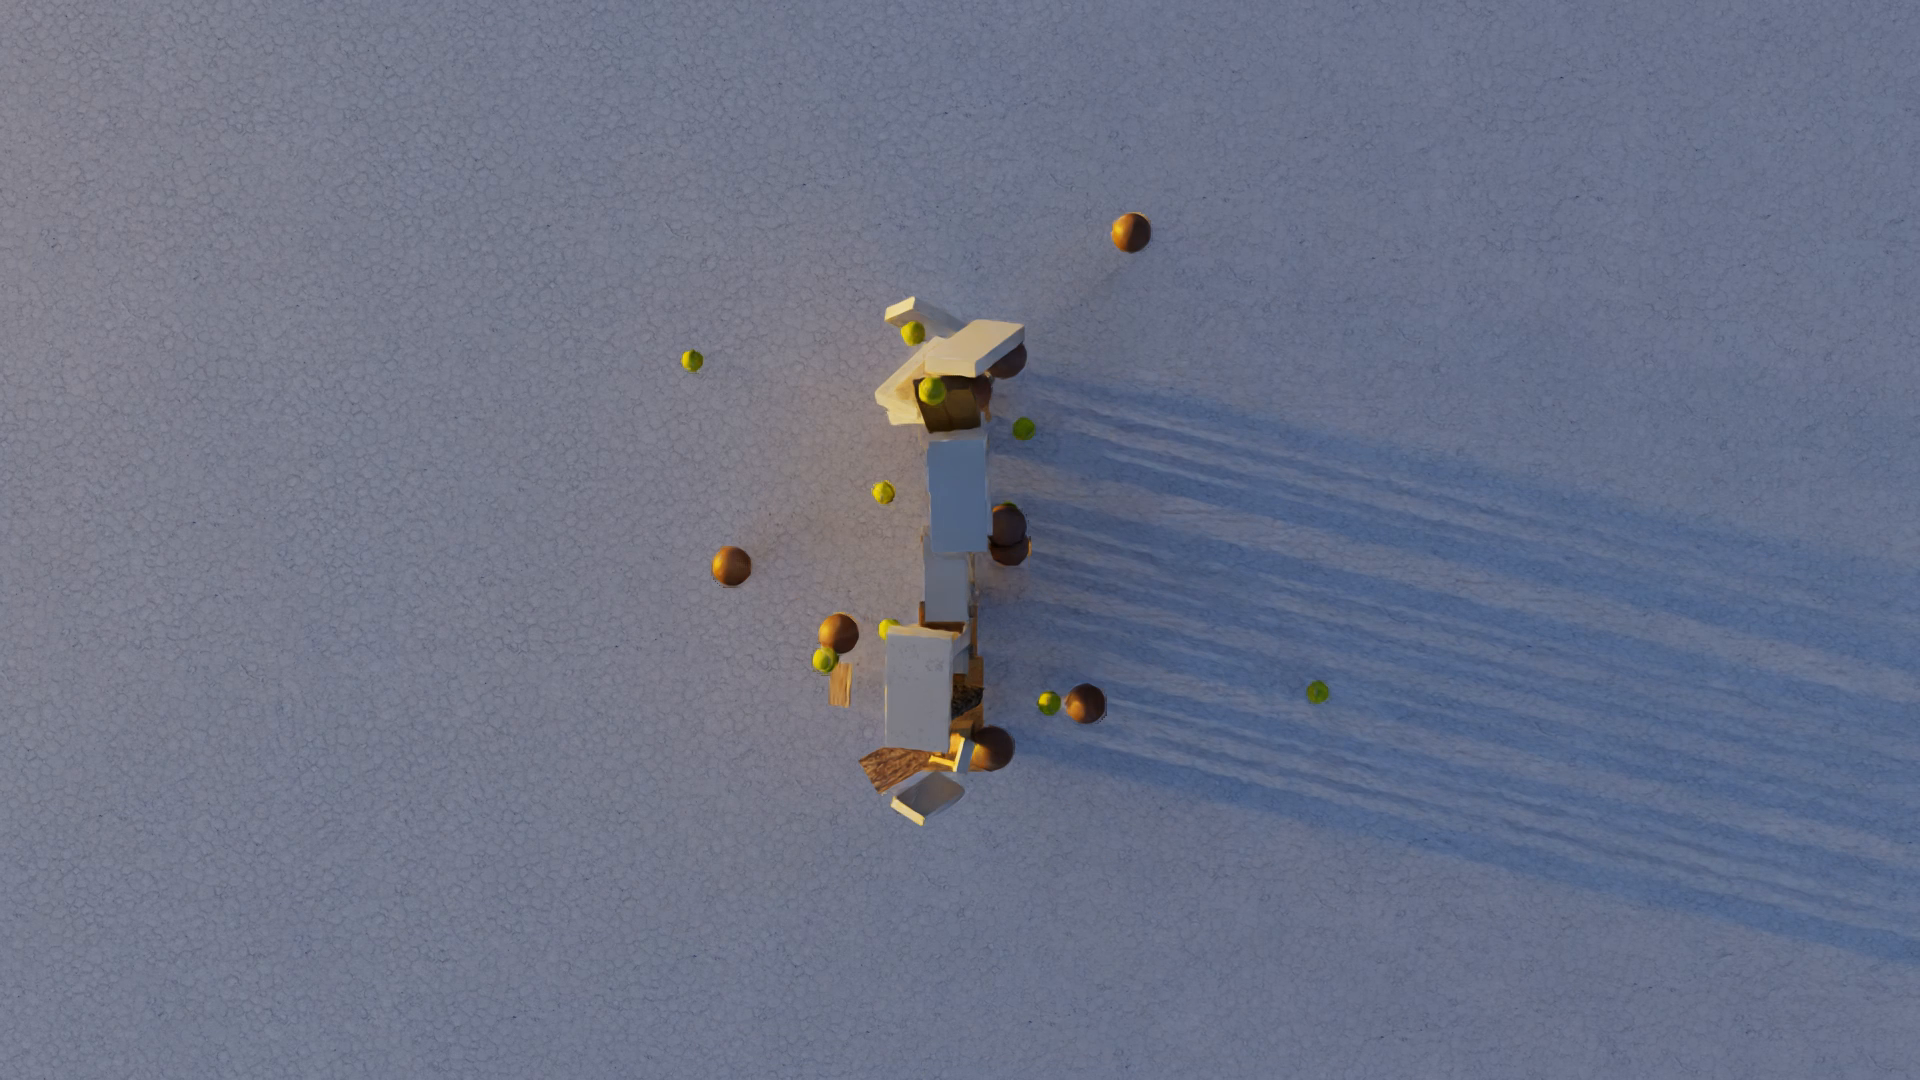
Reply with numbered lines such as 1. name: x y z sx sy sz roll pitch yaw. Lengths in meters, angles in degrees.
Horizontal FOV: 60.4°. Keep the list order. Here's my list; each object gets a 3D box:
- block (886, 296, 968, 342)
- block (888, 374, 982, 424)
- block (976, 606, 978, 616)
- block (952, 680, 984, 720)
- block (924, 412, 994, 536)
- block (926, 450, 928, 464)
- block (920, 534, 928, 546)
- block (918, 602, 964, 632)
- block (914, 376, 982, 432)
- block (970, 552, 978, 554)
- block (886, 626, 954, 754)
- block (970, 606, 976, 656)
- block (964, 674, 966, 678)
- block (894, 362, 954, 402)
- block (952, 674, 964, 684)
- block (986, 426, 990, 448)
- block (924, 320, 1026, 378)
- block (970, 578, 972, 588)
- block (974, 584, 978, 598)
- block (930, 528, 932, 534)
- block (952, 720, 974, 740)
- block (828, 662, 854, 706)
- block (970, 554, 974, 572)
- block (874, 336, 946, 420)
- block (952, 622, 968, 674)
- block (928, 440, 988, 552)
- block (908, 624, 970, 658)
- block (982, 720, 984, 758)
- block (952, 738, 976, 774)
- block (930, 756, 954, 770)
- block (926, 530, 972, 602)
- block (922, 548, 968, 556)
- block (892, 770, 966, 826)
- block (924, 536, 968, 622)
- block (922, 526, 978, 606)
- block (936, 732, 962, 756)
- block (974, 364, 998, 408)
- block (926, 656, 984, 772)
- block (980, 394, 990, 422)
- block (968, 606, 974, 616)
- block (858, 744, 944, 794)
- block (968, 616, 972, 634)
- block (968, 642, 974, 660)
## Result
1. block: -0.071 -0.681 5.308 0.309 0.154 0.044 24 69 -31
2. block: -0.076 -0.445 5.048 0.154 0.309 0.044 0 121 33
3. block: 0.000 0.229 5.389 0.111 0.221 0.031 -1 90 0
4. block: -0.063 0.439 4.581 0.166 0.434 0.047 12 94 12
5. block: -0.004 -0.182 4.609 0.172 0.049 0.344 -4 94 2
6. block: -0.012 -0.218 4.435 0.144 0.288 0.041 -3 91 1
7. block: -0.057 -0.011 4.912 0.108 0.217 0.031 -15 89 1
8. block: -0.053 0.210 4.490 0.114 0.228 0.032 8 96 -4
9. block: -0.030 -0.364 4.421 0.147 0.294 0.042 -6 73 5
10. block: -0.025 0.014 5.219 0.132 0.307 0.037 -4 83 6
11. block: -0.106 0.389 4.290 0.167 0.047 0.333 5 113 8
12. block: -0.002 0.304 5.262 0.111 0.031 0.221 0 90 1
13. block: -0.016 0.372 4.800 0.063 0.126 0.018 -1 63 3
14. block: -0.039 -0.497 4.686 0.042 0.395 0.147 50 63 -13
15. block: -0.018 0.399 4.801 0.063 0.126 0.018 8 63 2
16. block: -0.005 -0.296 4.798 0.172 0.344 0.049 -5 89 2
17. block: 0.043 -0.511 4.380 0.147 0.294 0.042 11 121 26
18. block: -0.018 0.145 4.896 0.108 0.217 0.031 -8 93 1
19. block: -0.012 0.167 5.176 0.132 0.264 0.037 -9 90 2
20. block: -0.001 -0.033 4.450 0.144 0.288 0.041 0 89 1
21. block: -0.019 0.547 4.749 0.110 0.220 0.031 -1 90 4
22. block: -0.354 0.429 4.887 0.063 0.018 0.126 3 86 14
23. block: 0.005 0.098 5.425 0.083 0.167 0.024 0 125 0
24. block: -0.099 -0.489 4.944 0.154 0.044 0.309 23 52 28
25. block: -0.030 0.267 4.628 0.107 0.030 0.214 0 94 3
26. block: -0.005 -0.115 4.277 0.144 0.041 0.288 -2 94 1
27. block: -0.082 0.276 4.446 0.167 0.333 0.047 2 96 10
28. block: -0.008 0.623 5.204 0.168 0.589 0.048 0 90 1
29. block: 0.011 0.595 4.532 0.046 0.013 0.093 25 77 -44
30. block: -0.037 0.621 4.572 0.046 0.093 0.013 35 70 -41
31. block: -0.030 0.077 4.777 0.108 0.031 0.217 -7 84 1
32. block: -0.039 0.033 4.579 0.114 0.371 0.032 -6 89 1
33. block: -0.089 0.742 4.756 0.110 0.220 0.031 29 118 24
34. block: -0.038 0.103 4.367 0.114 0.032 0.228 -1 83 1
35. block: -0.031 0.080 5.032 0.132 0.037 0.264 -9 85 2
36. block: -0.032 0.566 4.575 0.093 0.013 0.046 -15 93 30
37. block: 0.019 -0.484 5.215 0.139 0.279 0.040 1 122 15
38. block: -0.016 0.513 4.885 0.168 0.048 0.337 0 90 1
39. block: 0.015 -0.490 5.307 0.140 0.427 0.040 -5 122 0
40. block: -0.019 0.208 4.820 0.107 0.360 0.030 0 87 3
41. block: -0.165 0.616 4.654 0.220 0.031 0.110 -31 92 16
42. block: 0.000 0.273 5.092 0.071 0.020 0.142 5 91 2
43. block: -0.013 0.322 4.757 0.107 0.214 0.030 -2 81 1
